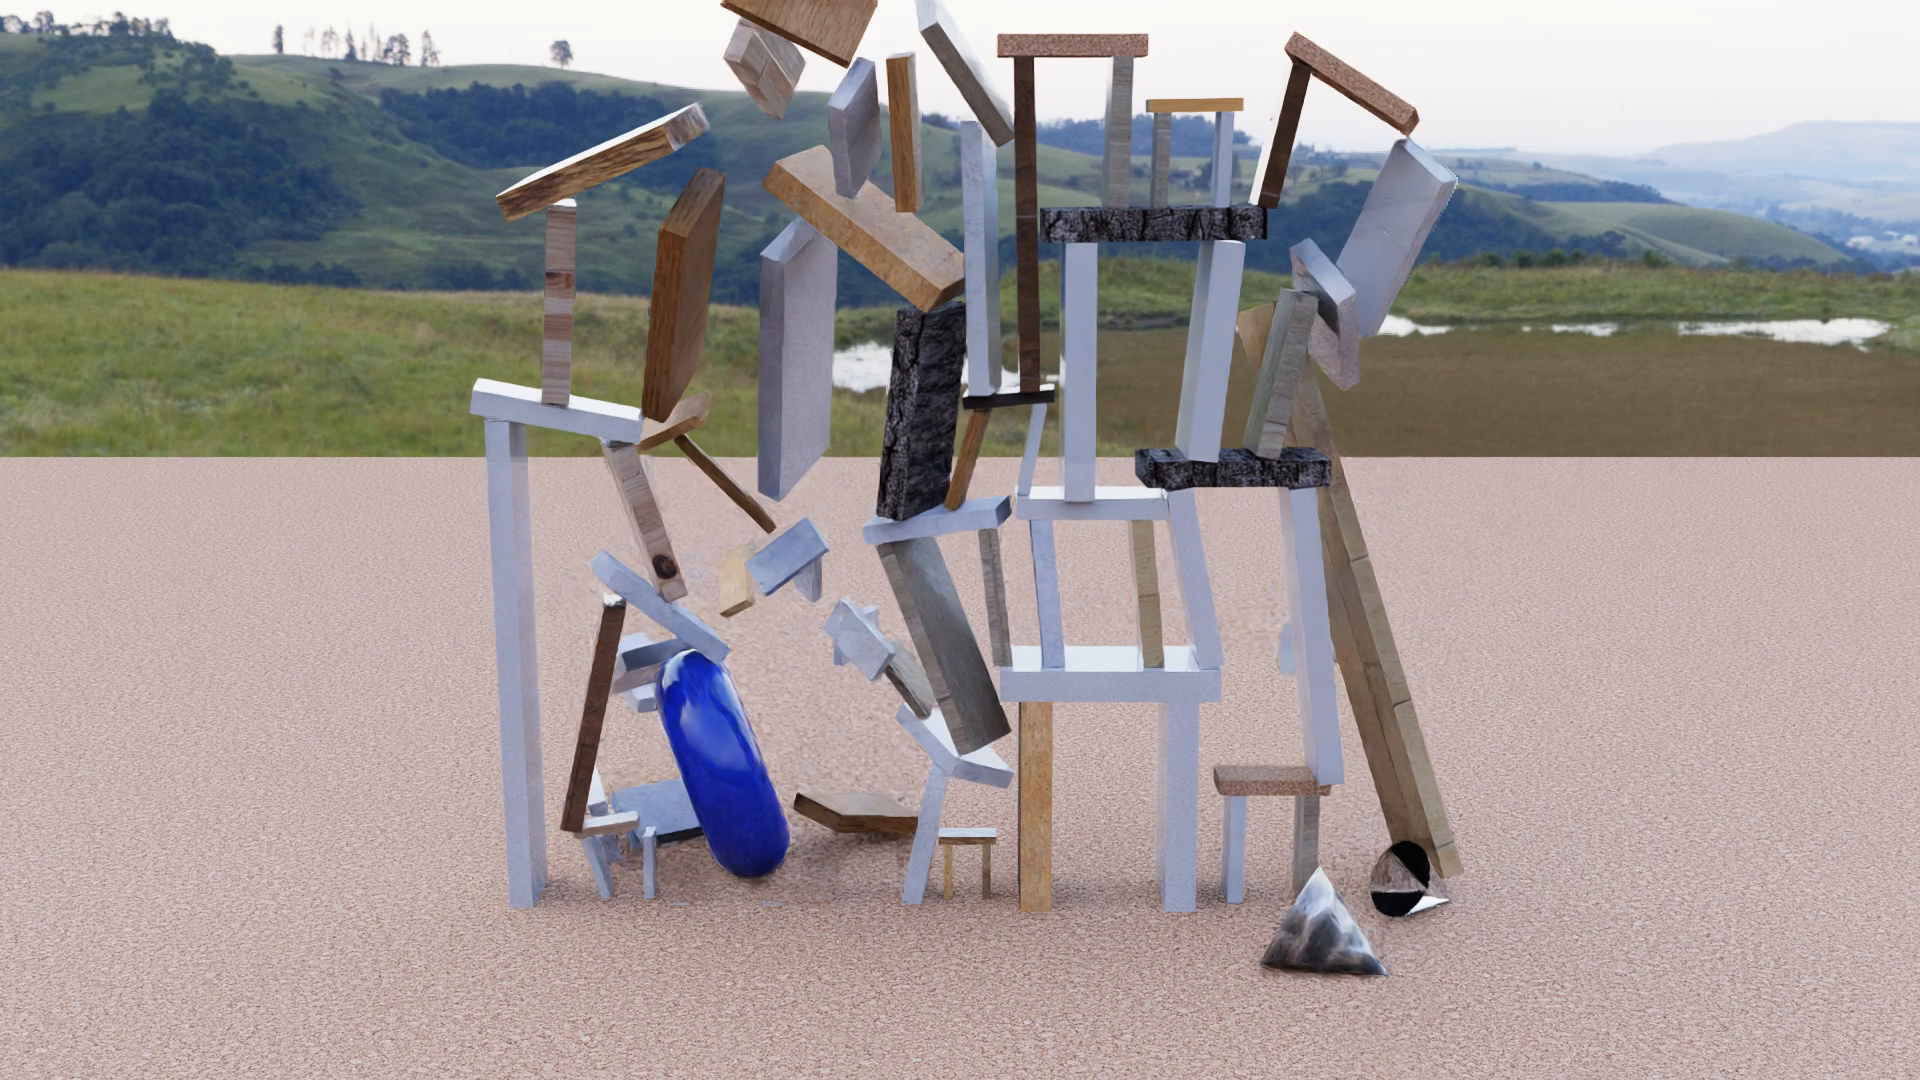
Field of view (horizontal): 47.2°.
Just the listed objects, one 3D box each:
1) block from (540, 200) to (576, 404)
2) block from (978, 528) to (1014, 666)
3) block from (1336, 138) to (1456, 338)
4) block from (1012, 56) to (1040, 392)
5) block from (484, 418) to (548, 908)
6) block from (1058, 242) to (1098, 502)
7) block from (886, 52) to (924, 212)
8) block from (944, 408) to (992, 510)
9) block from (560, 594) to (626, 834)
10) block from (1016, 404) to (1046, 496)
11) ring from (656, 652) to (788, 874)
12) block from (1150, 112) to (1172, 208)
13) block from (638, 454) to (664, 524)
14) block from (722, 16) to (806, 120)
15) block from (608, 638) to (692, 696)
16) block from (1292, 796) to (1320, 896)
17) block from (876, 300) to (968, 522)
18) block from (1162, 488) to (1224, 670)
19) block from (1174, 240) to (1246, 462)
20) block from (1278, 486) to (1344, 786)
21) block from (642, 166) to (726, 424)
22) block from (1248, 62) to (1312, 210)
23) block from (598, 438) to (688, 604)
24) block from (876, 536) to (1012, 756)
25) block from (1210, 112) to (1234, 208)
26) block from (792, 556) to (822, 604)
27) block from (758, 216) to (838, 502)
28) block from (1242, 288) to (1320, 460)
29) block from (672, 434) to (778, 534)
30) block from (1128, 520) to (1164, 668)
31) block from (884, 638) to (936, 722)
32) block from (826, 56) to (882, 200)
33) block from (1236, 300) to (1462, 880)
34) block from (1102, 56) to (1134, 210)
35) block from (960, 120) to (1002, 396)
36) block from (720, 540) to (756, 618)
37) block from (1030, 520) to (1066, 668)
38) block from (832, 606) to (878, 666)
[{"bbox_3d":[-0.640,-0.382,3.500,0.044,0.310,0.155,2,12,-12],"label":"block"},{"bbox_3d":[0.057,0.083,3.578,0.032,0.223,0.112,-6,10,1],"label":"block"},{"bbox_3d":[0.677,-0.477,3.496,0.031,0.315,0.111,-17,54,-34],"label":"block"},{"bbox_3d":[0.105,-0.498,3.474,0.033,0.518,0.116,-1,10,1],"label":"block"},{"bbox_3d":[-0.724,0.196,3.595,0.038,0.801,0.135,-1,11,0],"label":"block"},{"bbox_3d":[0.187,-0.275,3.504,0.049,0.404,0.171,0,11,0],"label":"block"},{"bbox_3d":[-0.083,-0.622,3.352,0.033,0.230,0.115,-2,16,6],"label":"block"},{"bbox_3d":[0.013,-0.134,3.548,0.021,0.164,0.073,19,16,7],"label":"block"},{"bbox_3d":[-0.605,0.284,3.625,0.035,0.376,0.122,11,7,-11],"label":"block"},{"bbox_3d":[0.115,-0.150,3.535,0.021,0.146,0.073,10,10,-1],"label":"block"},{"bbox_3d":[-0.405,0.378,3.738,0.135,0.404,0.404,-21,14,-7],"label":"ring"},{"bbox_3d":[0.314,-0.596,3.452,0.021,0.146,0.073,2,11,-1],"label":"block"},{"bbox_3d":[-0.541,-0.073,3.773,0.021,0.148,0.074,-13,-3,14],"label":"block"},{"bbox_3d":[-0.299,-0.738,3.383,0.029,0.104,0.207,19,-8,17],"label":"block"},{"bbox_3d":[-0.565,0.225,3.866,0.122,0.035,0.245,-15,-9,-27],"label":"block"},{"bbox_3d":[0.575,0.500,3.653,0.026,0.182,0.091,0,10,0],"label":"block"},{"bbox_3d":[-0.059,-0.211,3.542,0.047,0.335,0.167,14,18,23],"label":"block"},{"bbox_3d":[0.375,0.049,3.567,0.041,0.292,0.146,-11,10,2],"label":"block"},{"bbox_3d":[0.397,-0.307,3.501,0.049,0.343,0.171,6,10,-2],"label":"block"},{"bbox_3d":[0.572,0.145,3.589,0.041,0.488,0.146,-7,10,1],"label":"block"},{"bbox_3d":[-0.452,-0.391,3.568,0.044,0.448,0.155,21,52,4],"label":"block"},{"bbox_3d":[0.501,-0.632,3.442,0.031,0.222,0.111,13,10,-2],"label":"block"},{"bbox_3d":[-0.519,-0.041,3.605,0.038,0.269,0.135,-22,20,-12],"label":"block"},{"bbox_3d":[-0.025,0.164,3.610,0.032,0.367,0.112,-22,-1,39],"label":"block"},{"bbox_3d":[0.412,-0.598,3.453,0.021,0.146,0.073,2,10,-1],"label":"block"},{"bbox_3d":[-0.287,0.043,4.120,0.020,0.142,0.071,-24,49,-29],"label":"block"},{"bbox_3d":[-0.281,-0.316,3.796,0.047,0.577,0.167,26,52,16],"label":"block"},{"bbox_3d":[0.511,-0.267,3.515,0.037,0.262,0.131,12,10,-5],"label":"block"},{"bbox_3d":[-0.417,-0.107,3.852,0.265,0.021,0.074,47,0,-41],"label":"block"},{"bbox_3d":[0.301,0.076,3.570,0.034,0.239,0.120,-5,10,1],"label":"block"},{"bbox_3d":[-0.084,0.233,3.668,0.019,0.132,0.066,-16,35,27],"label":"block"},{"bbox_3d":[-0.159,-0.624,3.343,0.029,0.103,0.207,22,-27,13],"label":"block"},{"bbox_3d":[0.650,0.085,3.689,0.037,0.999,0.131,-19,4,-22],"label":"block"},{"bbox_3d":[0.247,-0.638,3.445,0.033,0.232,0.116,1,11,-1],"label":"block"},{"bbox_3d":[0.035,-0.447,3.476,0.033,0.427,0.115,1,11,12],"label":"block"},{"bbox_3d":[-0.428,0.076,4.232,0.071,0.142,0.020,-27,-45,27],"label":"block"},{"bbox_3d":[0.141,0.076,3.569,0.034,0.239,0.120,-6,10,1],"label":"block"},{"bbox_3d":[-0.179,0.165,3.783,0.019,0.066,0.132,10,19,22],"label":"block"}]
